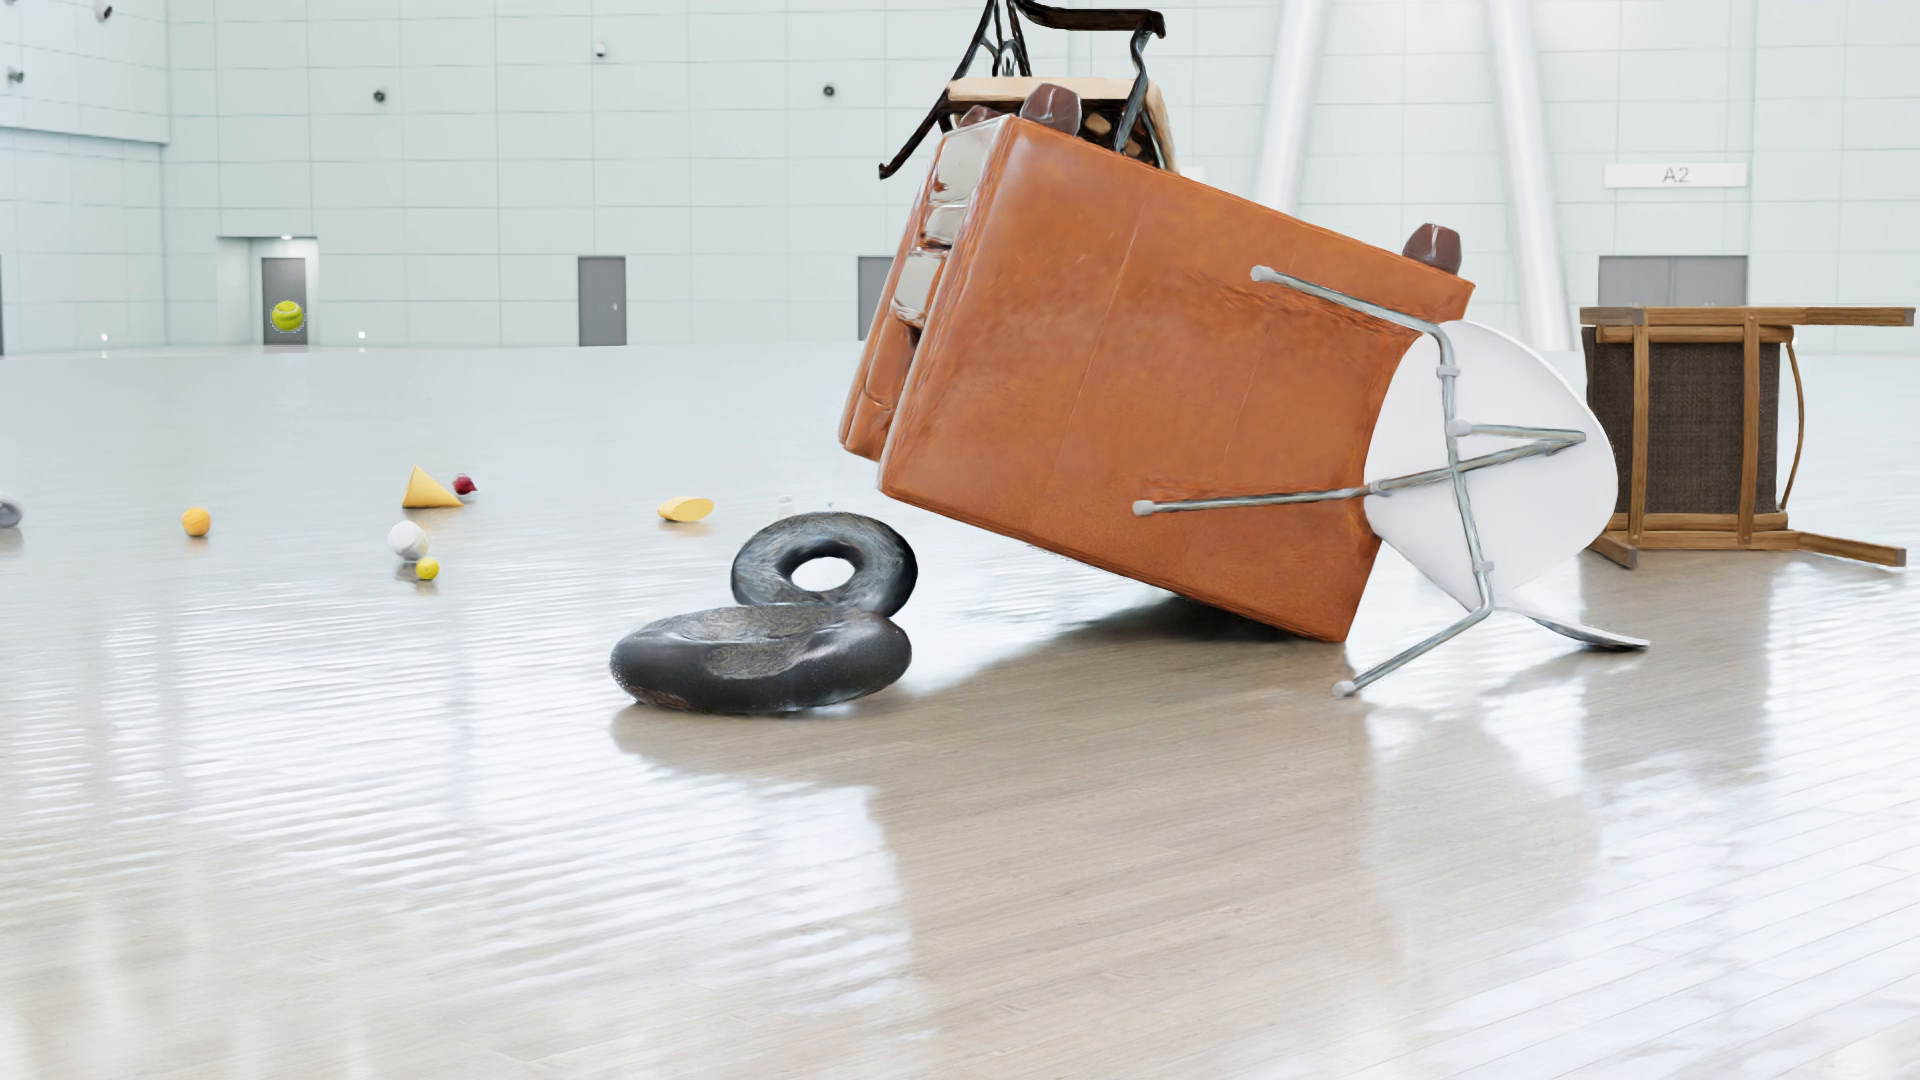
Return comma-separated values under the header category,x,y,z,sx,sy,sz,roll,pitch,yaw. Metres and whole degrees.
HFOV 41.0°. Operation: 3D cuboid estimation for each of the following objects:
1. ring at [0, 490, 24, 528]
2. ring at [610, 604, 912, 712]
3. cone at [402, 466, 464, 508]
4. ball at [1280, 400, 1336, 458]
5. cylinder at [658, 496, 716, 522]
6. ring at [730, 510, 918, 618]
category,x,y,z,sx,sy,sz,roll,pitch,yaw
ring,-2.527,-0.084,6.724,0.078,0.094,0.150,31,2,35
ring,-0.311,0.181,3.966,0.506,0.109,0.324,-1,14,24
cone,-1.492,-0.124,7.324,0.169,0.128,0.089,20,0,-15
ball,0.913,-0.291,6.735,0.150,0.150,0.150,0,6,0
cylinder,-0.739,-0.084,6.932,0.130,0.058,0.092,-15,12,-28
ring,-0.252,0.062,4.708,0.389,0.066,0.314,21,52,37
